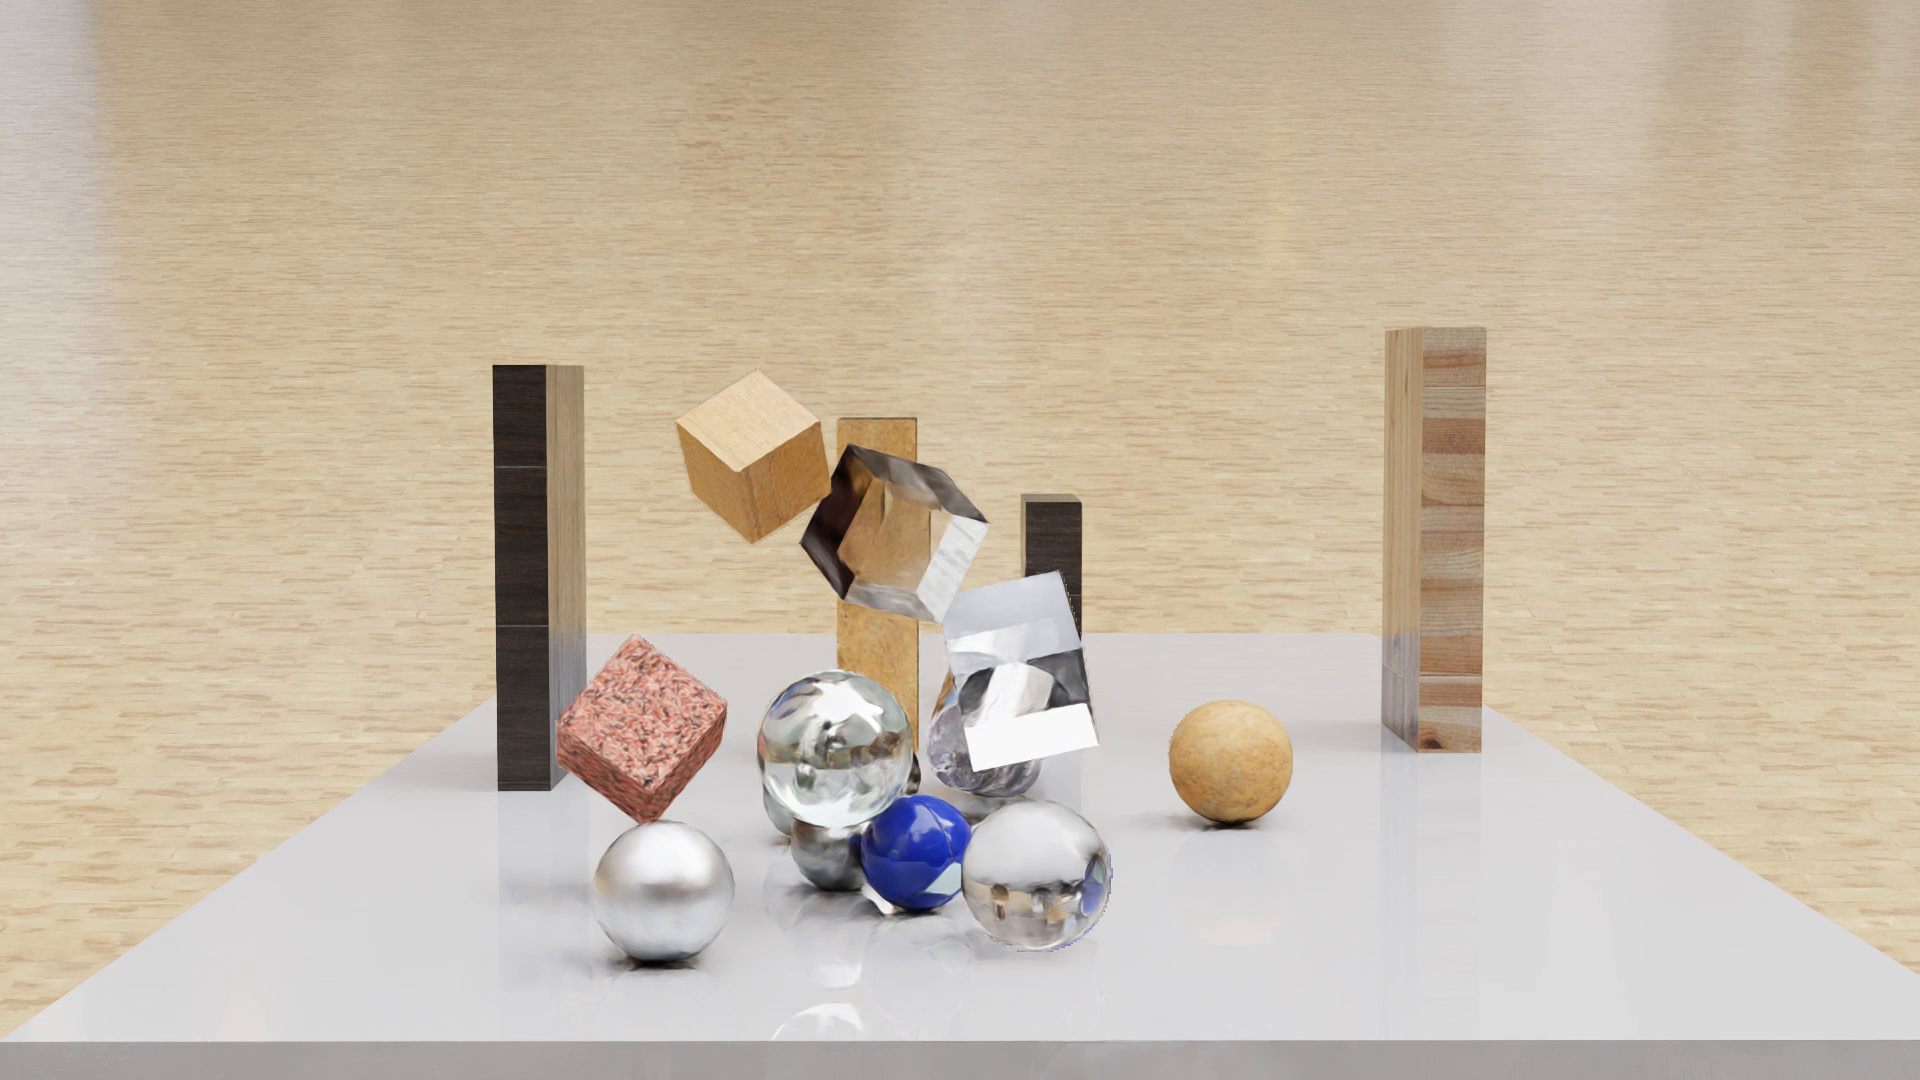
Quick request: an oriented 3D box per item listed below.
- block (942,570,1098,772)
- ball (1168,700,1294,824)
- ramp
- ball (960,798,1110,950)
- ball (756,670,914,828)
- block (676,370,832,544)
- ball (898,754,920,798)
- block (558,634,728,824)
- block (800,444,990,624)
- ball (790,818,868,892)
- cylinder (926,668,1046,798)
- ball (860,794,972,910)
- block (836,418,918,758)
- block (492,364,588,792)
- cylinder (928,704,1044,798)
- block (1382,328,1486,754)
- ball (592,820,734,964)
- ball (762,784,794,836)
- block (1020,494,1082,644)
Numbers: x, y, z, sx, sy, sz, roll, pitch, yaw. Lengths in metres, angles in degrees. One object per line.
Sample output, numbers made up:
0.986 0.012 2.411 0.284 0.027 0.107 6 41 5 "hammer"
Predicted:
0.080 0.184 3.616 0.179 0.179 0.179 -12 37 -1 "block"
0.396 0.324 3.756 0.182 0.182 0.182 0 20 0 "ball"
0.046 0.416 4.535 2.000 0.100 4.000 0 4 0 "ramp"
0.086 0.382 2.937 0.172 0.172 0.172 0 20 0 "ball"
-0.151 0.253 3.103 0.191 0.191 0.191 0 20 0 "ball"
-0.212 -0.086 2.646 0.105 0.105 0.105 -34 52 -23 "block"
-0.129 0.345 3.743 0.144 0.144 0.144 0 20 0 "ball"
-0.406 0.246 3.270 0.150 0.150 0.150 36 66 8 "block"
-0.070 -0.006 2.707 0.124 0.124 0.124 14 22 -34 "block"
-0.153 0.383 3.271 0.128 0.128 0.128 0 20 0 "ball"
0.058 0.270 4.018 0.189 0.189 0.189 4 33 11 "cylinder"
-0.052 0.383 3.152 0.143 0.143 0.143 0 20 0 "ball"
-0.140 0.082 4.418 0.132 0.581 0.244 0 4 0 "block"
-0.689 0.048 4.239 0.084 0.672 0.412 0 4 0 "block"
0.039 0.312 3.798 0.128 0.128 0.128 12 -5 31 "cylinder"
0.850 -0.010 4.627 0.109 0.737 0.391 0 4 0 "block"
-0.332 0.393 2.874 0.159 0.159 0.159 0 20 0 "ball"
-0.208 0.355 3.612 0.140 0.140 0.140 0 20 0 "ball"
0.182 0.119 5.176 0.110 0.409 0.366 0 4 0 "block"
